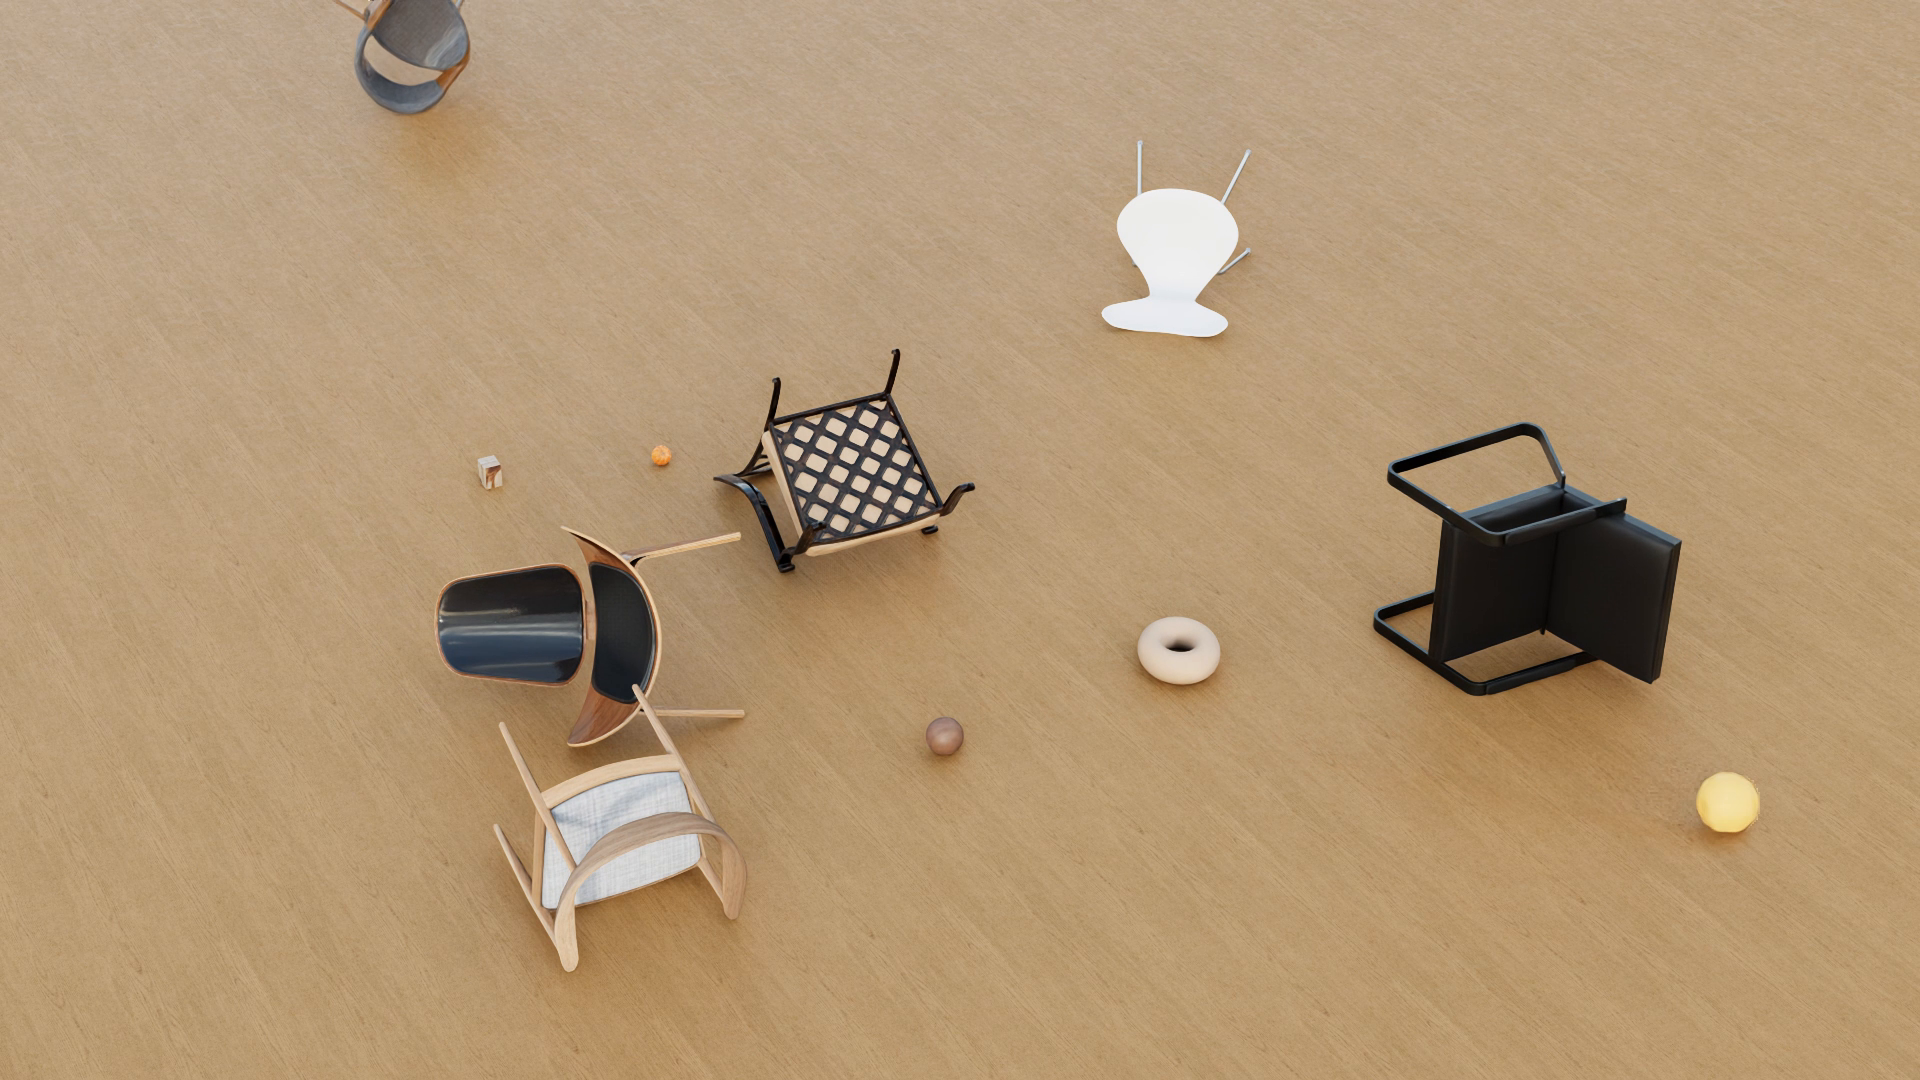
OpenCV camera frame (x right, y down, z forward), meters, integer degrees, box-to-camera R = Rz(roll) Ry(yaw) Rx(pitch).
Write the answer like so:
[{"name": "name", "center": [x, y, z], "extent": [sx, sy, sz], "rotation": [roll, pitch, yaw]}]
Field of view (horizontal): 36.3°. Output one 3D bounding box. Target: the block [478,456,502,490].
[{"name": "block", "center": [-1.803, -0.259, 11.251], "extent": [0.066, 0.095, 0.075], "rotation": [-16, 37, -23]}]

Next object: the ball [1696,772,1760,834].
[{"name": "ball", "center": [2.481, 0.848, 9.478], "extent": [0.197, 0.197, 0.197], "rotation": [0, 33, 0]}]

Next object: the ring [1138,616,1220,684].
[{"name": "ring", "center": [0.766, 0.386, 10.256], "extent": [0.288, 0.114, 0.333], "rotation": [-8, 33, -9]}]
